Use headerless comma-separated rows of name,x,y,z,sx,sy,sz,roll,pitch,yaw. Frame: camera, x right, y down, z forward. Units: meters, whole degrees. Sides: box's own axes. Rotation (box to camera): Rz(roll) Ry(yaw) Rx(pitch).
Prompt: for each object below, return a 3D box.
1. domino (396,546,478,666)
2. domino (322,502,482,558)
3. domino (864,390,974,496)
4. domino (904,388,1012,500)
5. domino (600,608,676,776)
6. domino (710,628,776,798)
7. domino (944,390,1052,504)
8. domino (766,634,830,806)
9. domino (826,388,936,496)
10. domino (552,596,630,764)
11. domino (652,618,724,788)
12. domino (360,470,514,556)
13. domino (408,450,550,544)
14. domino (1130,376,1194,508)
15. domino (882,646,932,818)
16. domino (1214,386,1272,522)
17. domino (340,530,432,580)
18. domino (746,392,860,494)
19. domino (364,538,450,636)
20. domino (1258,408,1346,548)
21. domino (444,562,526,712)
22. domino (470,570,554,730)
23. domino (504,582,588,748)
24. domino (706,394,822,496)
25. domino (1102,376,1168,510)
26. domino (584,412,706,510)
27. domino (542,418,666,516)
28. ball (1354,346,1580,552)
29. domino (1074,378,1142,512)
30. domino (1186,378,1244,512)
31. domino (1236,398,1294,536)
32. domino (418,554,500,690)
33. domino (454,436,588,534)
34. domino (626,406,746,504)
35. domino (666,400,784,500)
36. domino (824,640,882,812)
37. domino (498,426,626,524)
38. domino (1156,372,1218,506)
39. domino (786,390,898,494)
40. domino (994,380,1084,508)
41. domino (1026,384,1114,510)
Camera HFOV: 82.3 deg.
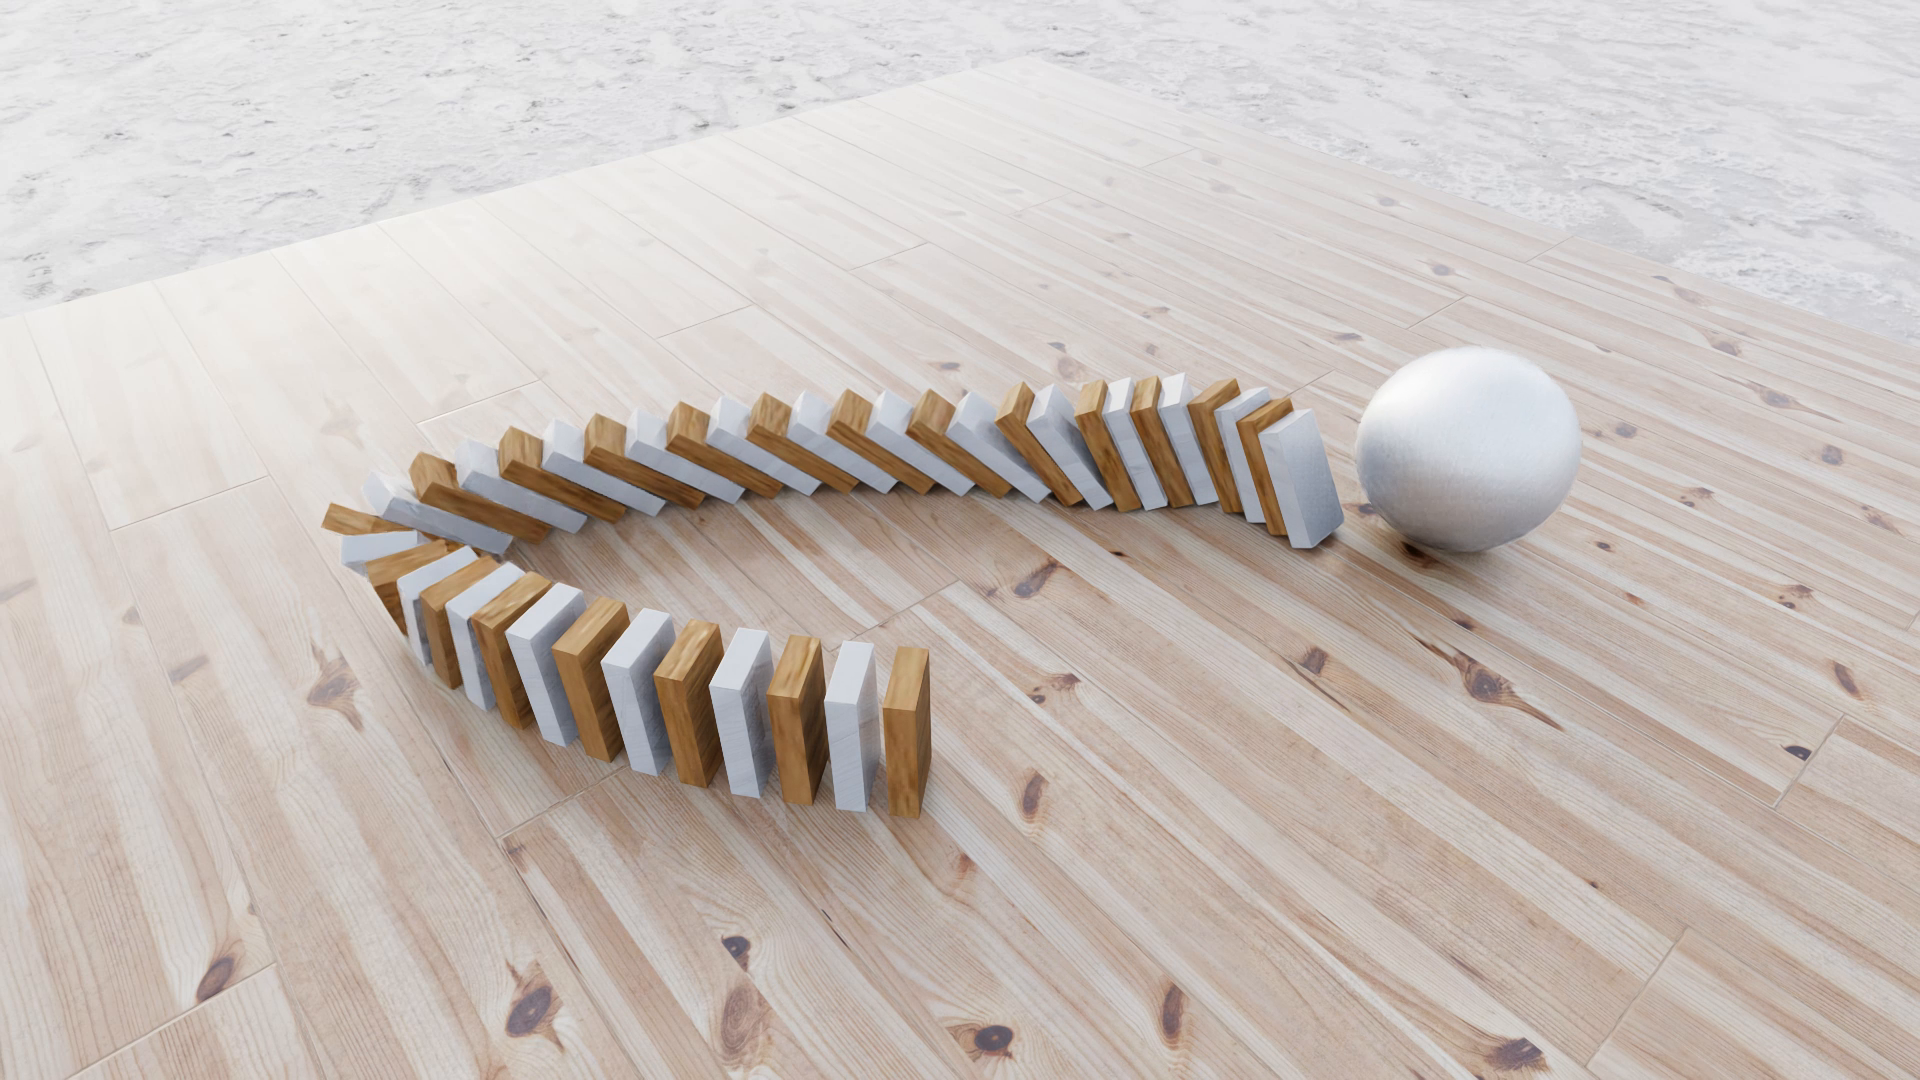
domino,-0.179,0.024,0.383,0.025,0.050,0.009,-33,75,-34
domino,-0.209,0.000,0.415,0.025,0.050,0.009,15,82,25
domino,-0.016,-0.042,0.473,0.050,0.010,0.025,32,36,-18
domino,0.002,-0.041,0.472,0.050,0.010,0.025,34,38,-15
domino,-0.099,0.049,0.352,0.010,0.050,0.025,12,41,14
domino,-0.066,0.055,0.345,0.010,0.050,0.025,7,40,9
domino,0.019,-0.040,0.471,0.050,0.010,0.025,36,40,-13
domino,-0.049,0.057,0.342,0.009,0.050,0.025,6,40,7
domino,-0.032,-0.042,0.473,0.050,0.009,0.025,32,36,-19
domino,-0.115,0.046,0.356,0.009,0.050,0.025,13,41,16
domino,-0.083,0.052,0.348,0.010,0.050,0.025,10,40,12
domino,-0.203,-0.010,0.429,0.025,0.050,0.009,34,95,39
domino,-0.191,-0.017,0.437,0.050,0.010,0.025,27,13,-45
domino,0.086,-0.041,0.462,0.009,0.050,0.025,-14,33,27
domino,-0.016,0.060,0.339,0.010,0.050,0.025,5,40,6
domino,0.123,-0.035,0.456,0.025,0.050,0.009,-31,18,-32
domino,-0.201,0.010,0.402,0.025,0.050,0.010,-5,73,-5
domino,-0.066,-0.041,0.472,0.050,0.010,0.025,29,33,-23
domino,-0.191,0.018,0.391,0.025,0.050,0.009,-20,73,-22
domino,0.138,-0.025,0.443,0.025,0.050,0.010,-31,18,-32
domino,-0.156,0.033,0.370,0.010,0.050,0.025,31,47,16
domino,-0.144,0.037,0.366,0.009,0.050,0.025,24,45,19
domino,-0.131,0.042,0.361,0.010,0.050,0.025,16,42,18
domino,-0.083,-0.040,0.470,0.050,0.009,0.025,28,31,-26
domino,0.075,-0.040,0.461,0.009,0.050,0.025,-14,32,27
domino,-0.131,-0.033,0.460,0.050,0.010,0.025,26,27,-33
domino,-0.147,-0.030,0.456,0.050,0.010,0.025,27,25,-34
ball,0.197,-0.035,0.431,0.080,0.080,0.080,0,39,0
domino,0.064,-0.039,0.460,0.009,0.050,0.025,-14,33,27
domino,0.113,-0.040,0.461,0.010,0.050,0.025,-3,26,49
domino,0.131,-0.030,0.450,0.025,0.050,0.009,-31,18,-32
domino,-0.168,0.029,0.376,0.009,0.050,0.025,41,52,14
domino,-0.177,-0.022,0.445,0.050,0.009,0.025,28,19,-42
domino,-0.116,-0.035,0.464,0.050,0.009,0.025,25,28,-31
domino,-0.099,-0.038,0.468,0.050,0.010,0.025,26,30,-29
domino,-0.033,0.058,0.340,0.010,0.050,0.025,5,40,6
domino,-0.163,-0.026,0.451,0.050,0.010,0.025,27,22,-38
domino,0.098,-0.042,0.464,0.009,0.050,0.025,-14,32,27
domino,-0.049,-0.042,0.473,0.050,0.009,0.025,30,34,-22
domino,0.036,-0.040,0.465,0.010,0.050,0.025,-27,26,33
domino,0.048,-0.039,0.463,0.009,0.050,0.025,-26,27,33
